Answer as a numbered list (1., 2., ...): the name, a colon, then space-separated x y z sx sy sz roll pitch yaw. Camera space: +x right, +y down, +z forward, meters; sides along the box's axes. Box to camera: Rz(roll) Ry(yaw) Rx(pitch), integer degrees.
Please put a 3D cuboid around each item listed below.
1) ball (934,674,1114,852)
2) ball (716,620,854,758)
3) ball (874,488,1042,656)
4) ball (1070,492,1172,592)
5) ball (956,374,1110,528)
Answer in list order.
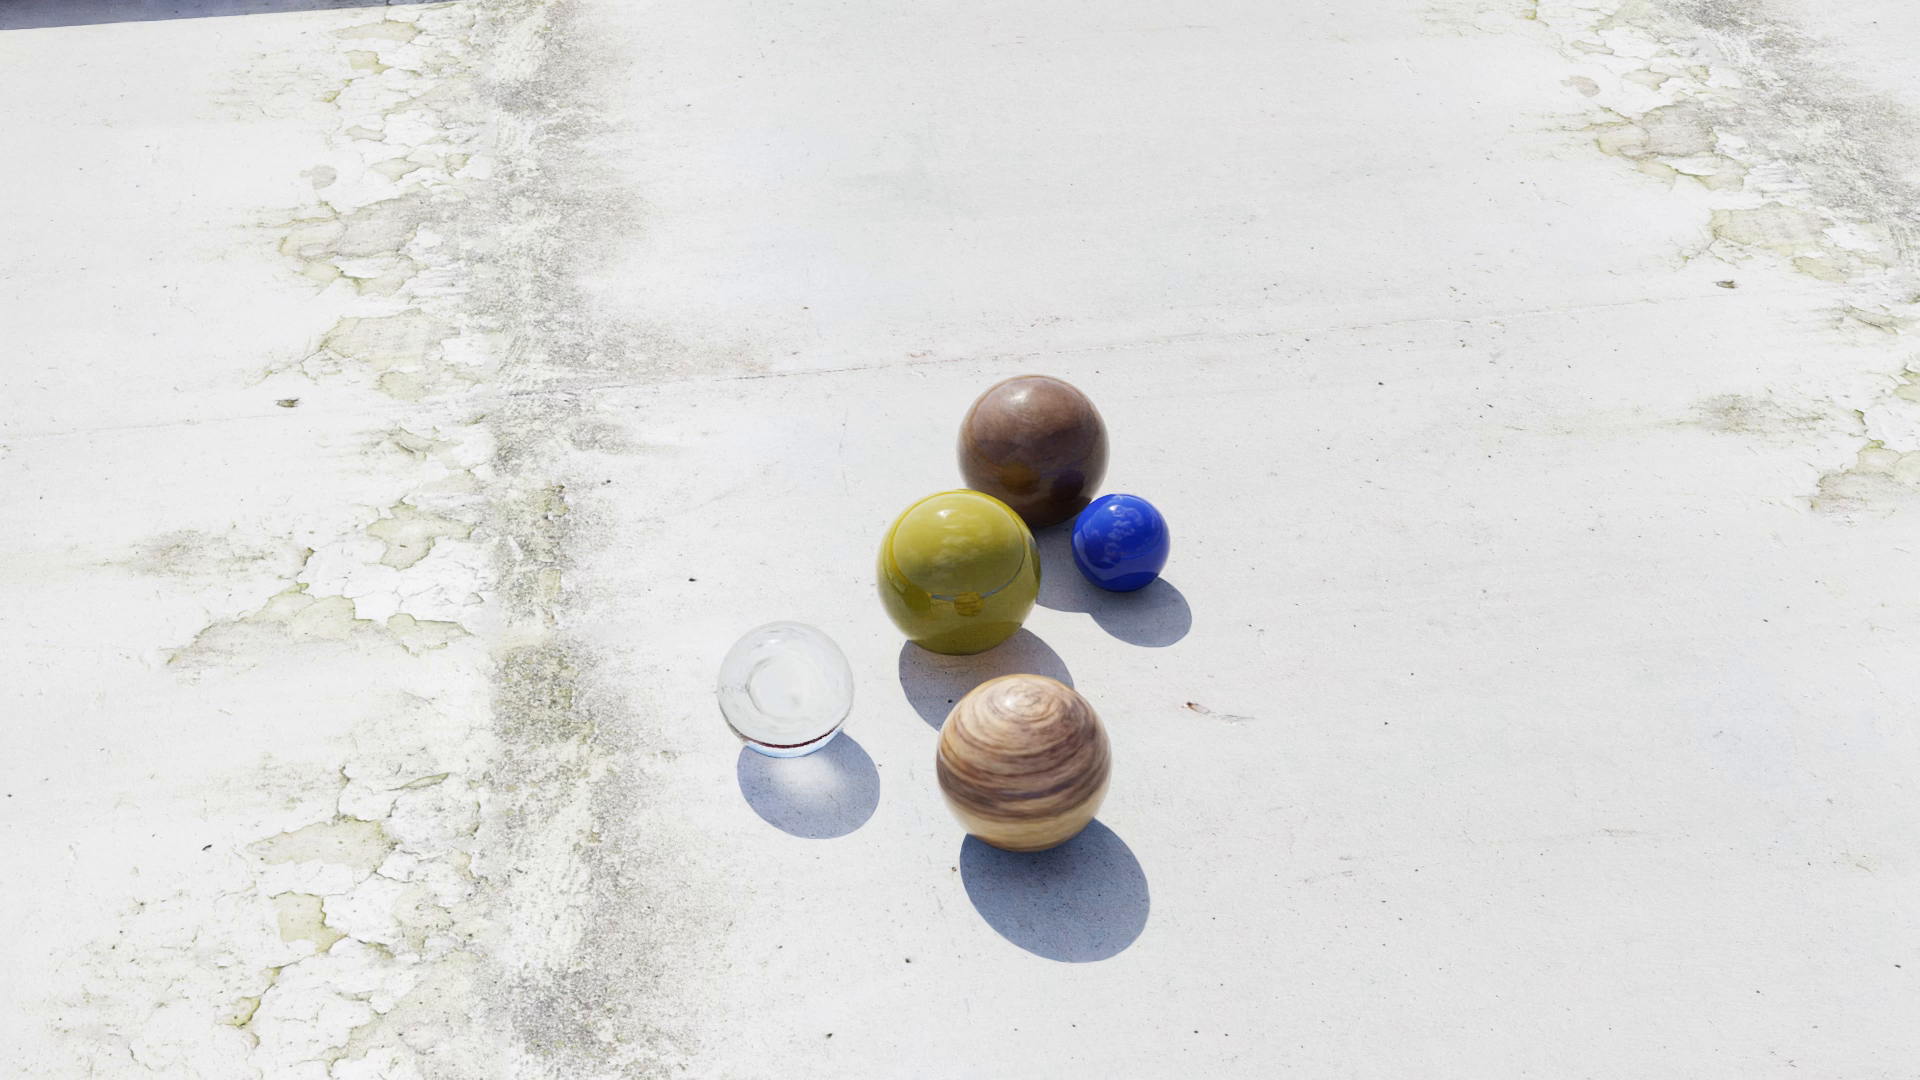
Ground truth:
1. ball: 0.033 0.116 1.339 0.093 0.093 0.093 0 36 0
2. ball: -0.095 0.082 1.401 0.075 0.075 0.075 0 36 0
3. ball: -0.001 0.019 1.469 0.096 0.096 0.096 0 36 0
4. ball: 0.096 0.002 1.522 0.060 0.060 0.060 0 36 0
5. ball: 0.045 -0.054 1.568 0.095 0.095 0.095 0 36 0
